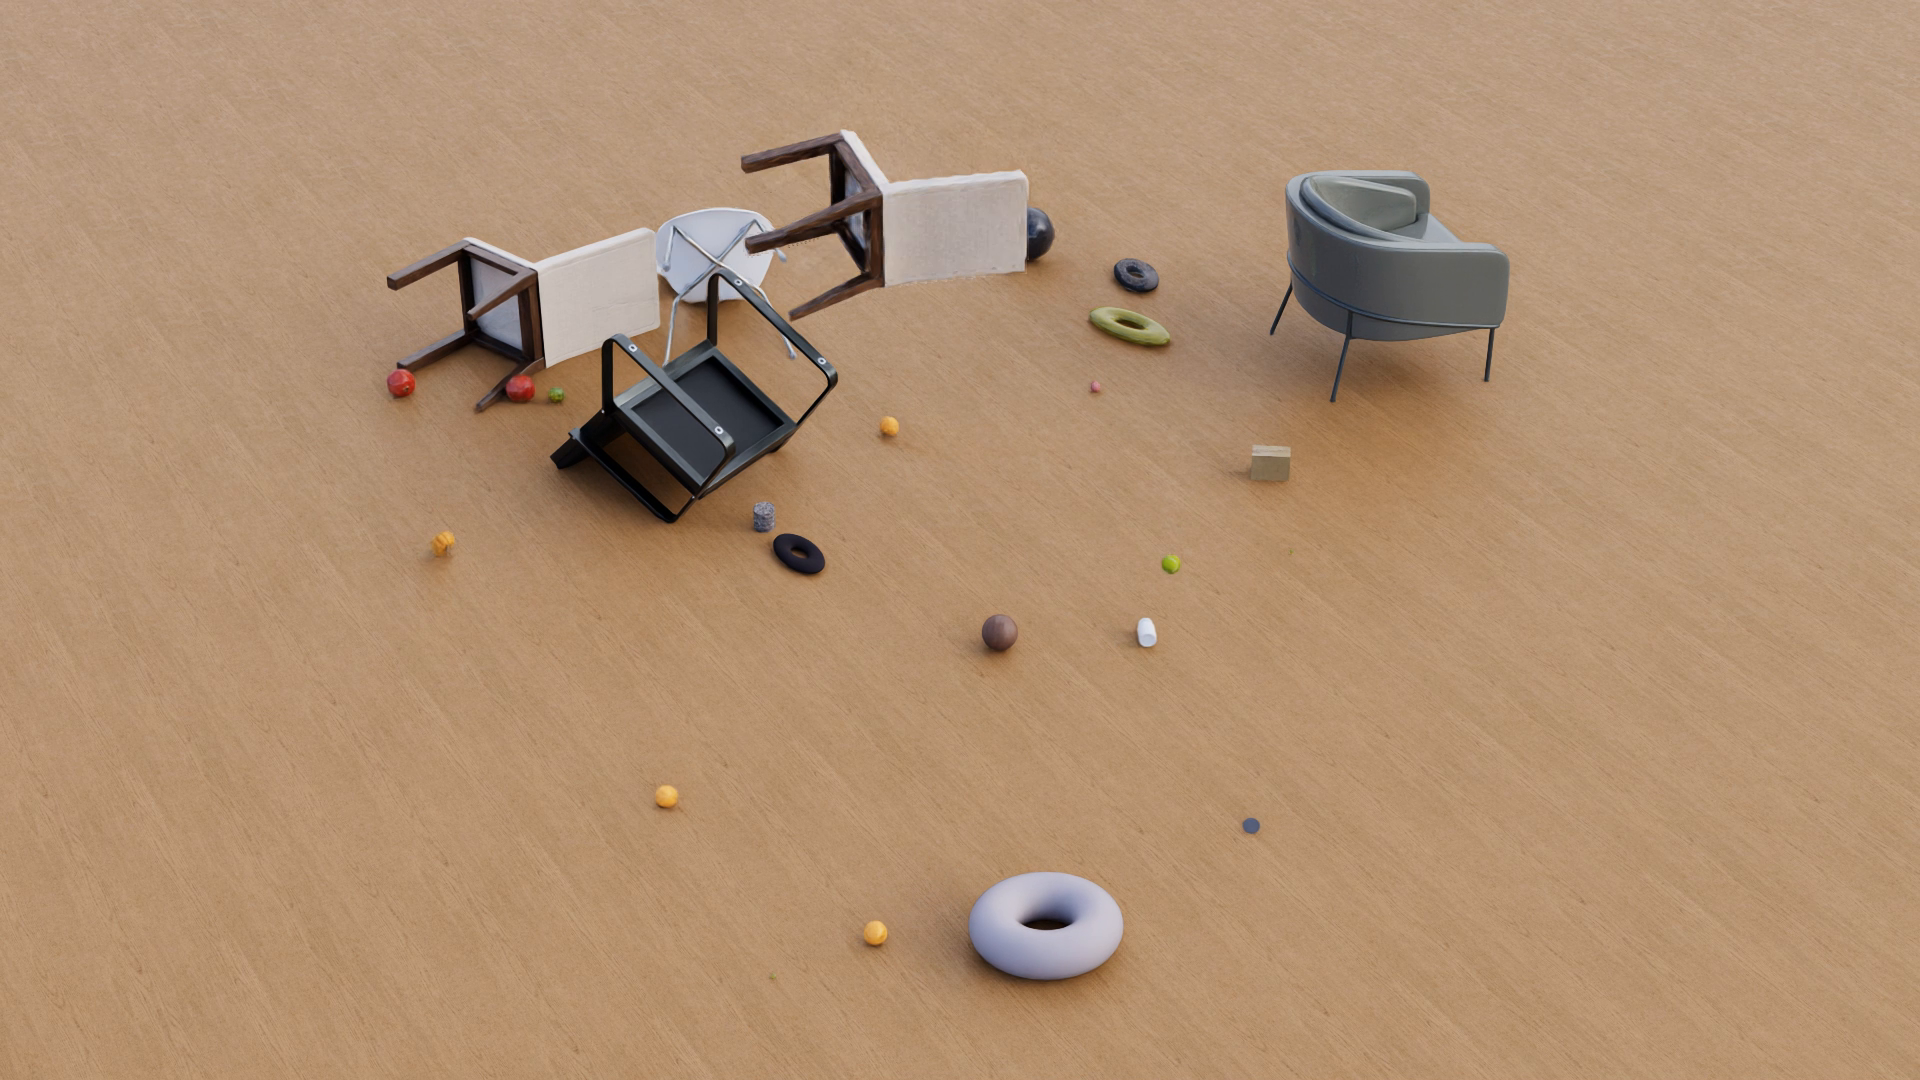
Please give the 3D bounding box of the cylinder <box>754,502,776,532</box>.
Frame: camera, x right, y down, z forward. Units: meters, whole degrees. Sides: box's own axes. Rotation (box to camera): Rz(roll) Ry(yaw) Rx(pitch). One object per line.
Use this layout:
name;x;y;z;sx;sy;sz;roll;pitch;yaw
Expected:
cylinder;-0.734;-0.085;11.000;0.080;0.082;0.090;5;34;7

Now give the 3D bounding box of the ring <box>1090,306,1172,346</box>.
ring;0.709;-0.894;12.255;0.412;0.053;0.193;25;40;33

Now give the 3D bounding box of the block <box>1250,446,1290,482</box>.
block;1.197;-0.296;11.294;0.145;0.109;0.076;3;34;5

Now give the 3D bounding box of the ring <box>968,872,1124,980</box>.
ring;0.264;1.183;9.005;0.478;0.163;0.404;0;35;1

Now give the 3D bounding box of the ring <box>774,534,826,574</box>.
ring;-0.595;0.050;10.834;0.152;0.040;0.285;-18;37;-27

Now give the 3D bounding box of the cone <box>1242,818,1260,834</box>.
cone;0.949;0.920;9.525;0.056;0.053;0.062;-3;9;11

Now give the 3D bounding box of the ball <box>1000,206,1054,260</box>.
ball;0.295;-1.334;12.757;0.235;0.235;0.235;0;33;0

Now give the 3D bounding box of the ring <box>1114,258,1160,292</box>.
ring;0.759;-1.140;12.629;0.181;0.052;0.276;-10;35;-16
